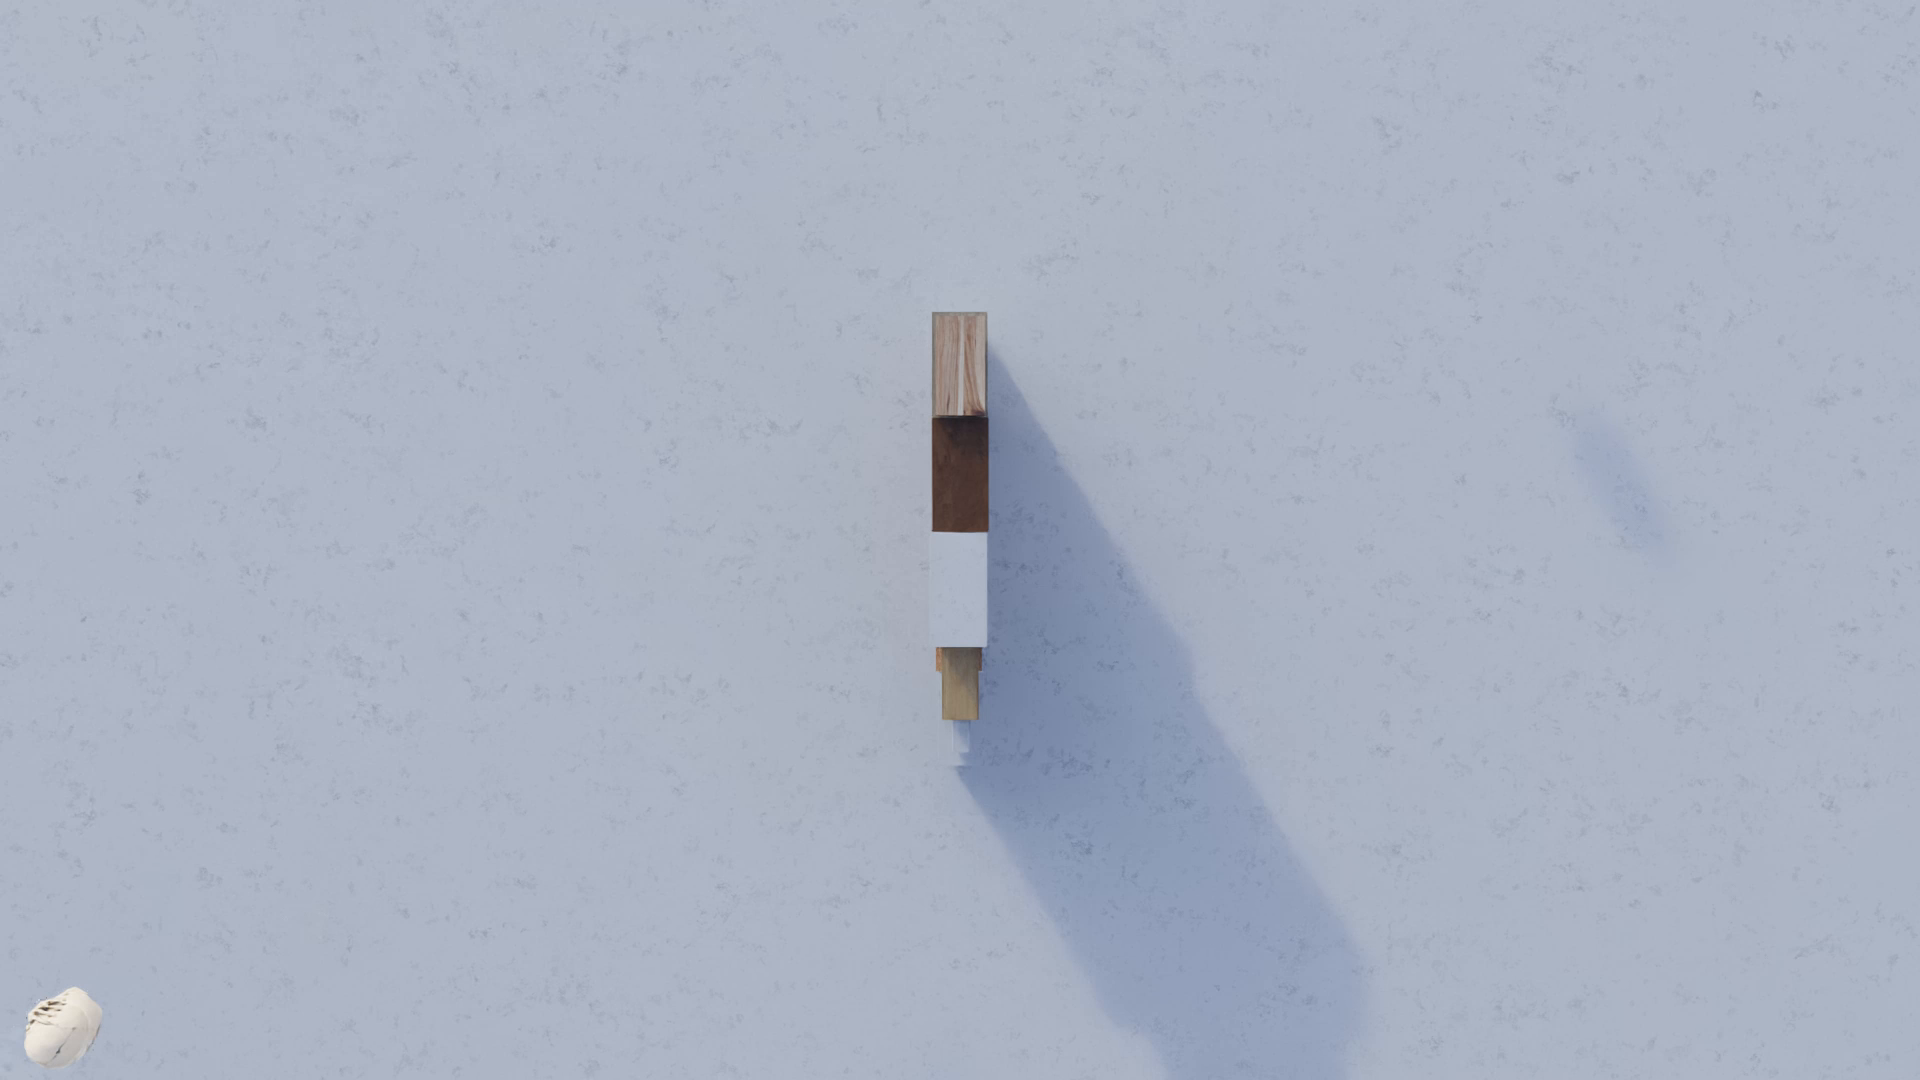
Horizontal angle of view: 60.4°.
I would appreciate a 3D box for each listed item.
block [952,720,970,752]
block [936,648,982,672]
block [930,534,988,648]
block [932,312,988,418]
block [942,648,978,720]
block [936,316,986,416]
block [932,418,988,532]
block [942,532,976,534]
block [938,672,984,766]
[{"bbox_3d":[0.004,0.595,5.052,0.054,0.015,0.108,0,90,0],"label":"block"},{"bbox_3d":[-0.004,0.266,5.189,0.145,0.041,0.291,0,90,0],"label":"block"},{"bbox_3d":[-0.004,0.146,4.814,0.165,0.047,0.330,0,90,0],"label":"block"},{"bbox_3d":[-0.001,-0.536,5.133,0.171,0.049,0.343,0,90,0],"label":"block"},{"bbox_3d":[0.001,0.426,4.932,0.110,0.031,0.221,0,90,0],"label":"block"},{"bbox_3d":[0.001,-0.506,4.800,0.144,0.041,0.288,0,90,0],"label":"block"},{"bbox_3d":[0.001,-0.190,4.845,0.166,0.047,0.332,0,90,0],"label":"block"},{"bbox_3d":[-0.003,0.012,5.277,0.104,0.029,0.208,0,90,0],"label":"block"},{"bbox_3d":[0.005,0.562,5.189,0.145,0.041,0.291,0,90,0],"label":"block"}]
